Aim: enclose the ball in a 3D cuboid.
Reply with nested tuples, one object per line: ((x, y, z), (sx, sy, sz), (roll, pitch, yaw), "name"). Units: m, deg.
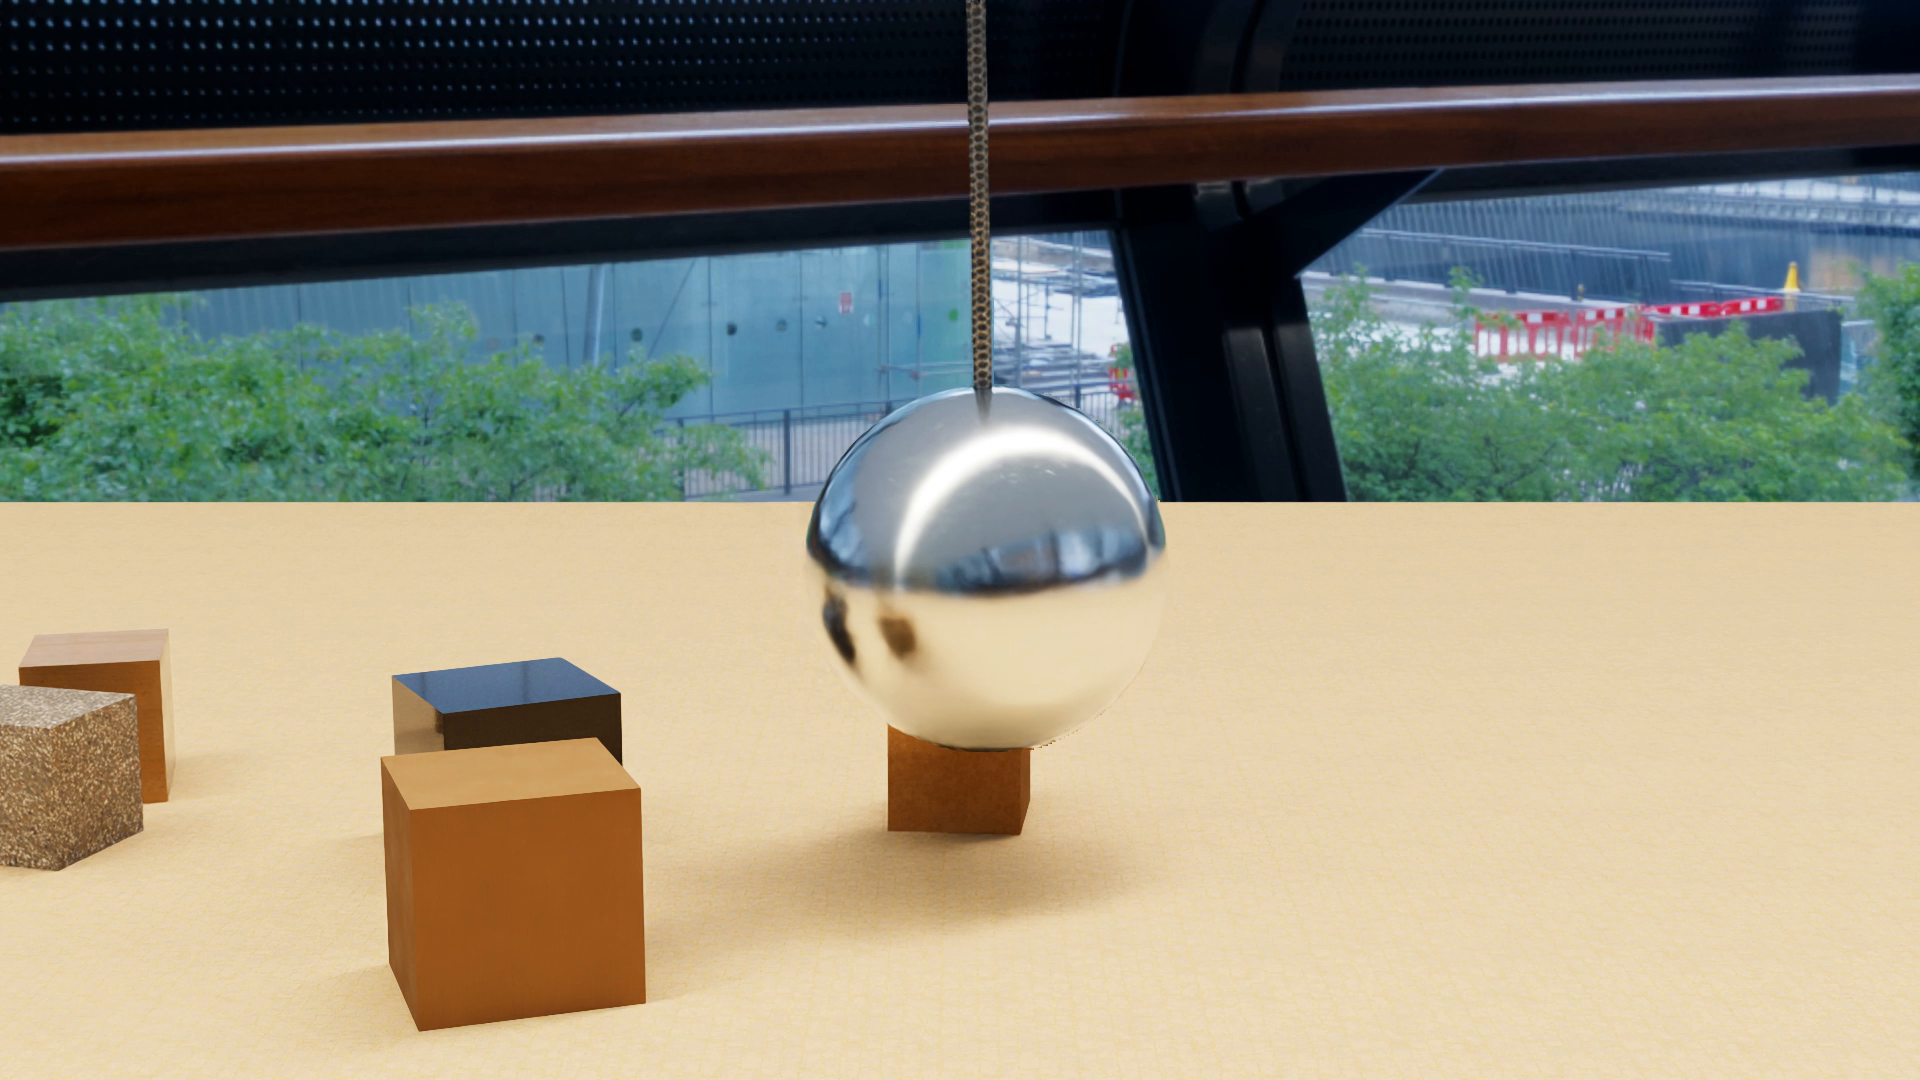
((0.113, 0.126, 11.203), (1.600, 1.600, 1.600), (0, 10, 0), "ball")

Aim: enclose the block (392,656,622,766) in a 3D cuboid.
((-2.089, 1.027, 11.836), (0.824, 0.745, 0.822), (-5, 12, -27), "block")

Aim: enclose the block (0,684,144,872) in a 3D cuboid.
((-4.277, 1.080, 11.792), (0.724, 0.656, 0.660), (3, 11, 16), "block")

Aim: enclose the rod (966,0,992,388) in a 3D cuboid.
((0.049, -3.218, 10.595), (0.080, 5.200, 0.080), (-1, 10, 0), "rod")

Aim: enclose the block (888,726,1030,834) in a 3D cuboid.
((0.003, 1.008, 12.254), (0.624, 0.633, 0.598), (1, 10, 6), "block")

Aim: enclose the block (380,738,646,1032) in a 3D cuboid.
((-1.742, 1.313, 9.959), (0.861, 0.854, 0.793), (-4, 11, -20), "block")

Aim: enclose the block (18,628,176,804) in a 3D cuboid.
((-4.269, 0.880, 12.741), (0.646, 0.711, 0.738), (-2, 11, -13), "block")
